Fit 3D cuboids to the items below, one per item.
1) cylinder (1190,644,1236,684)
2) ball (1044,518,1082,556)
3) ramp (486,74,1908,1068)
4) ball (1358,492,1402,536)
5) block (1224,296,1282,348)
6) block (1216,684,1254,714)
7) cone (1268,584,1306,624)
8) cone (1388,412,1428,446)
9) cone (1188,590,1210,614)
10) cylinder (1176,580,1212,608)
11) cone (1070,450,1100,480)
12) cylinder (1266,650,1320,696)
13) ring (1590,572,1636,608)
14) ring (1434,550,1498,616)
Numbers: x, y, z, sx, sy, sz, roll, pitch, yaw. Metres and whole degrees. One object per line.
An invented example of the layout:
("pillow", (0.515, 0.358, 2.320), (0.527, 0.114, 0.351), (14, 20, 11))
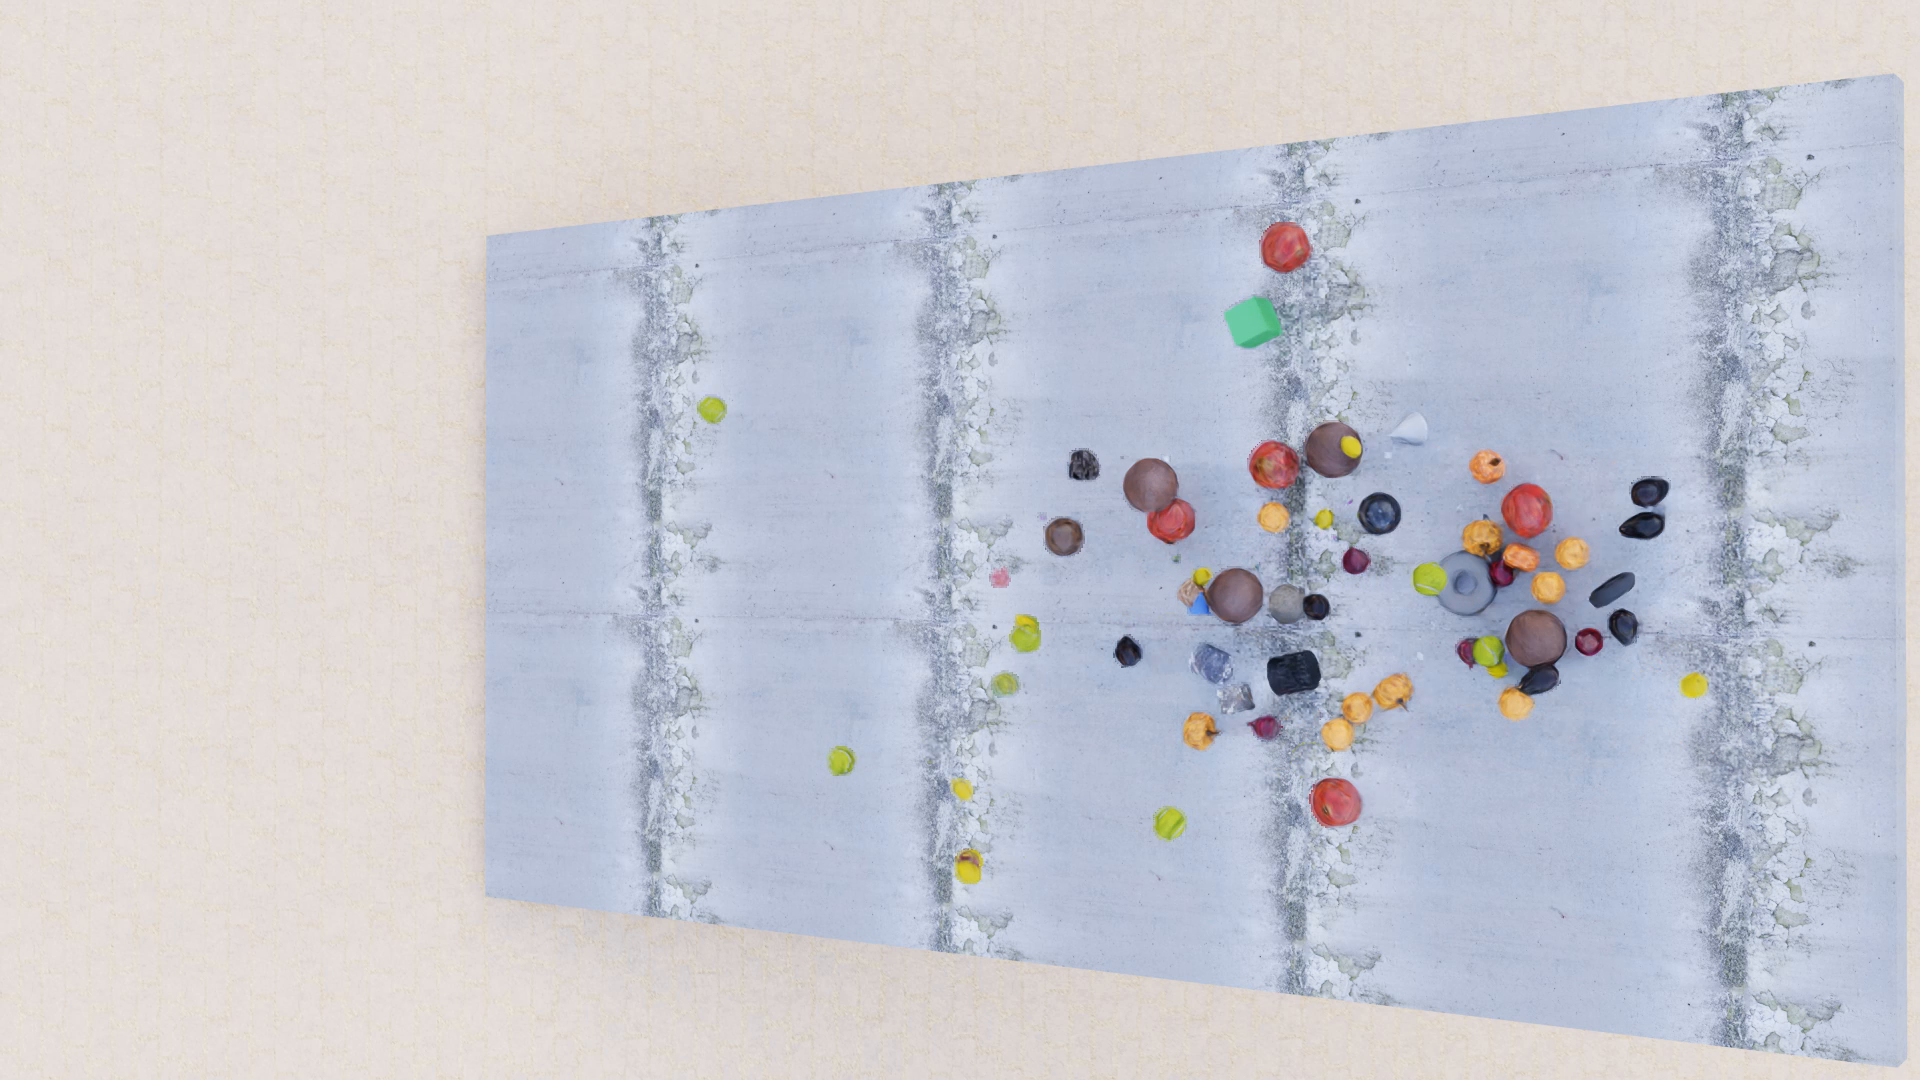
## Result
("cylinder", (0.599, 0.295, 5.227), (0.077, 0.077, 0.077), (-17, 119, -34))
("ball", (0.257, -0.008, 5.459), (0.096, 0.096, 0.096), (0, 90, 0))
("ramp", (0.251, 0.069, 5.581), (4.000, 0.100, 2.000), (0, 89, 34))
("ball", (0.932, -0.058, 4.887), (0.096, 0.096, 0.096), (0, 90, 0))
("block", (0.691, -0.511, 5.177), (0.087, 0.087, 0.087), (-27, 75, 31))
("block", (0.654, 0.379, 5.211), (0.058, 0.058, 0.058), (-17, 80, 33))
("cone", (0.742, 0.151, 5.131), (0.096, 0.096, 0.096), (0, 89, 34))
("cone", (0.995, -0.243, 4.954), (0.082, 0.082, 0.082), (-13, 89, -30))
("cone", (0.570, 0.147, 5.218), (0.054, 0.054, 0.054), (3, 95, 0))
("cylinder", (0.561, 0.134, 5.276), (0.059, 0.059, 0.059), (38, 90, 28))
("cone", (0.292, -0.169, 5.472), (0.083, 0.083, 0.083), (11, 64, -23))
("cylinder", (0.775, 0.309, 5.110), (0.091, 0.091, 0.091), (-14, 89, 34))
("ring", (1.384, 0.105, 4.665), (0.108, 0.108, 0.036), (-35, 85, 0))
("ring", (1.125, 0.096, 4.898), (0.146, 0.049, 0.146), (-2, 87, 32))
